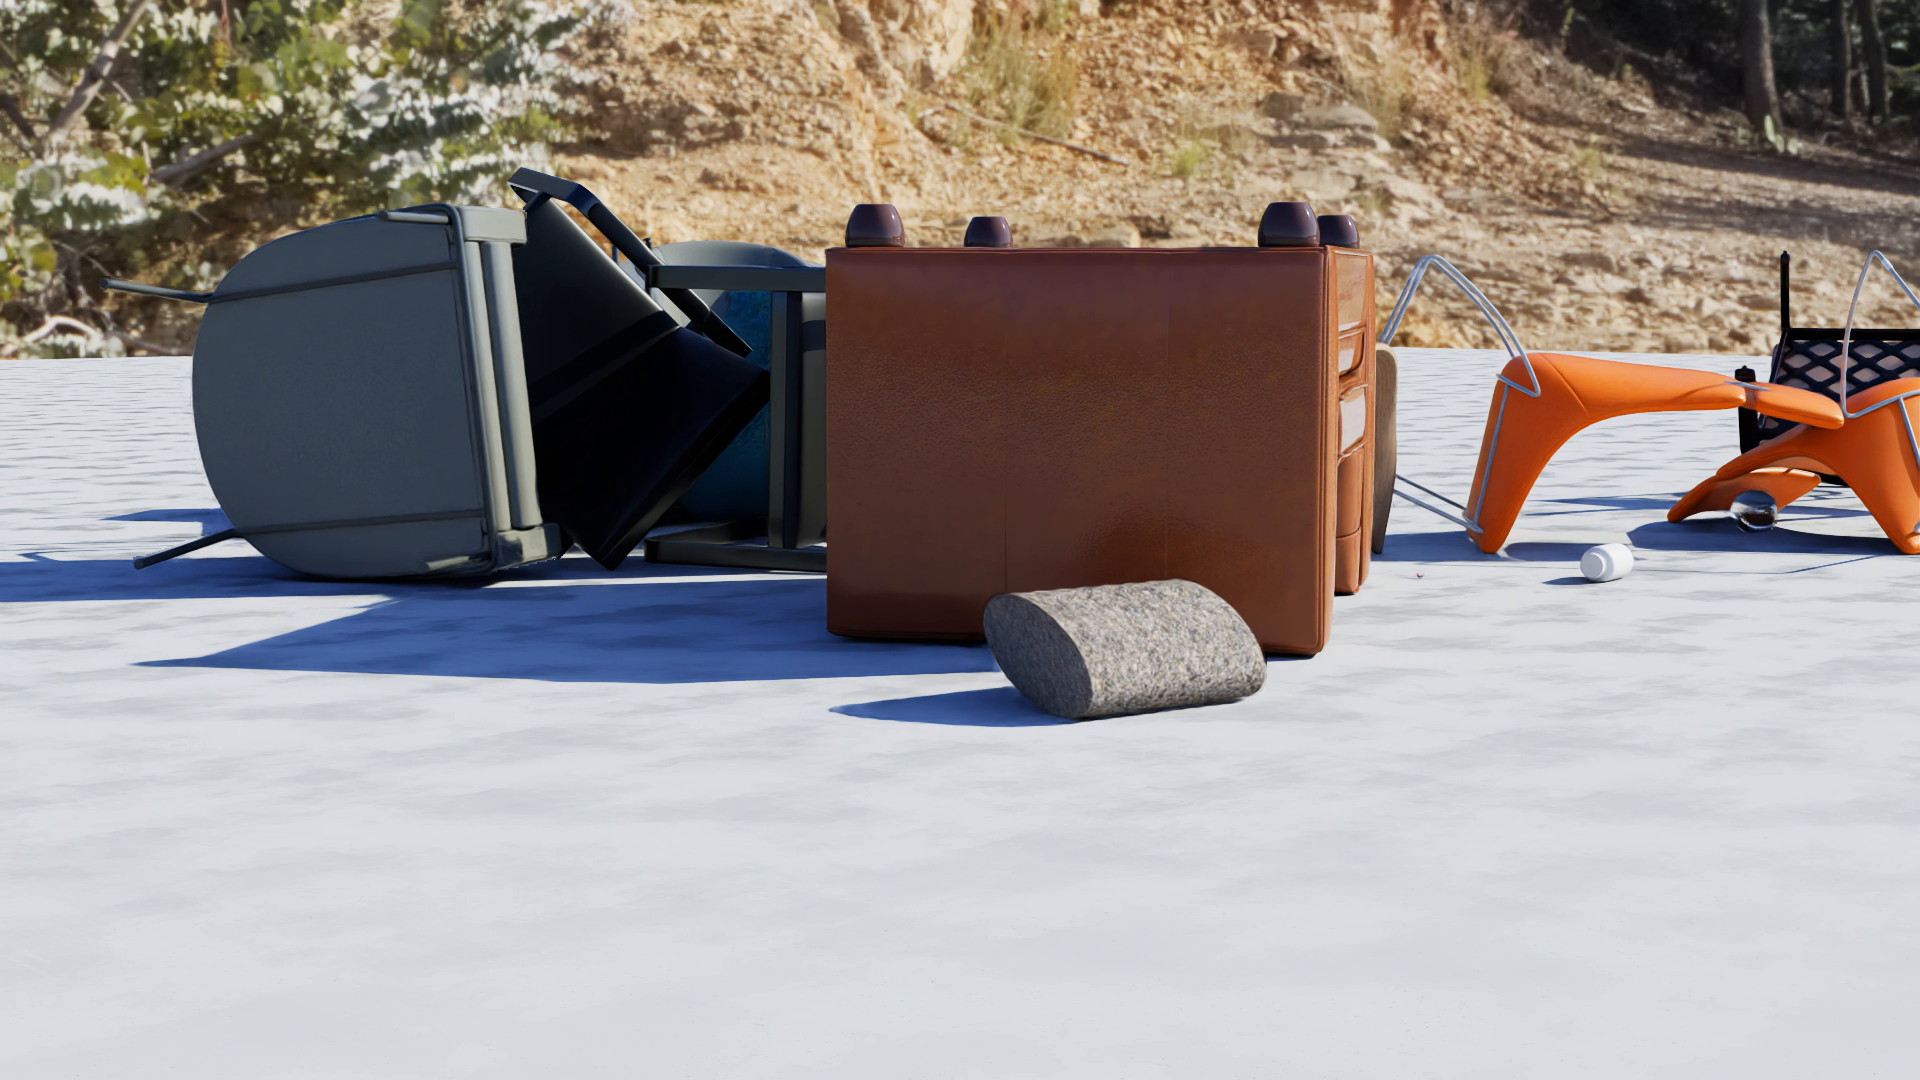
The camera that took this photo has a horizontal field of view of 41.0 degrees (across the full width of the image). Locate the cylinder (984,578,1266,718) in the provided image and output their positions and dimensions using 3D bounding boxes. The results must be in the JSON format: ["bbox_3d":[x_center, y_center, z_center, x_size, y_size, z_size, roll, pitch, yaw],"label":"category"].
[{"bbox_3d":[0.254,0.164,3.977,0.339,0.147,0.291,-4,28,-35],"label":"cylinder"}]

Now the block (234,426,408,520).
[{"bbox_3d":[-1.772,-0.191,7.134,0.353,0.231,0.334,1,6,11],"label":"block"}]

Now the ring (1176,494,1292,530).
[{"bbox_3d":[0.718,-0.072,6.724,0.345,0.082,0.196,-2,7,-29],"label":"ring"}]

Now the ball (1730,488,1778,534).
[{"bbox_3d":[2.031,-0.073,6.563,0.115,0.115,0.115,0,6,0],"label":"ball"}]

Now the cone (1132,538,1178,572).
[{"bbox_3d":[0.458,0.050,5.740,0.086,0.085,0.135,28,-13,-35],"label":"cone"}]

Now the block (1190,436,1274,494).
[{"bbox_3d":[0.836,-0.231,7.875,0.238,0.159,0.206,1,6,10],"label":"block"}]
